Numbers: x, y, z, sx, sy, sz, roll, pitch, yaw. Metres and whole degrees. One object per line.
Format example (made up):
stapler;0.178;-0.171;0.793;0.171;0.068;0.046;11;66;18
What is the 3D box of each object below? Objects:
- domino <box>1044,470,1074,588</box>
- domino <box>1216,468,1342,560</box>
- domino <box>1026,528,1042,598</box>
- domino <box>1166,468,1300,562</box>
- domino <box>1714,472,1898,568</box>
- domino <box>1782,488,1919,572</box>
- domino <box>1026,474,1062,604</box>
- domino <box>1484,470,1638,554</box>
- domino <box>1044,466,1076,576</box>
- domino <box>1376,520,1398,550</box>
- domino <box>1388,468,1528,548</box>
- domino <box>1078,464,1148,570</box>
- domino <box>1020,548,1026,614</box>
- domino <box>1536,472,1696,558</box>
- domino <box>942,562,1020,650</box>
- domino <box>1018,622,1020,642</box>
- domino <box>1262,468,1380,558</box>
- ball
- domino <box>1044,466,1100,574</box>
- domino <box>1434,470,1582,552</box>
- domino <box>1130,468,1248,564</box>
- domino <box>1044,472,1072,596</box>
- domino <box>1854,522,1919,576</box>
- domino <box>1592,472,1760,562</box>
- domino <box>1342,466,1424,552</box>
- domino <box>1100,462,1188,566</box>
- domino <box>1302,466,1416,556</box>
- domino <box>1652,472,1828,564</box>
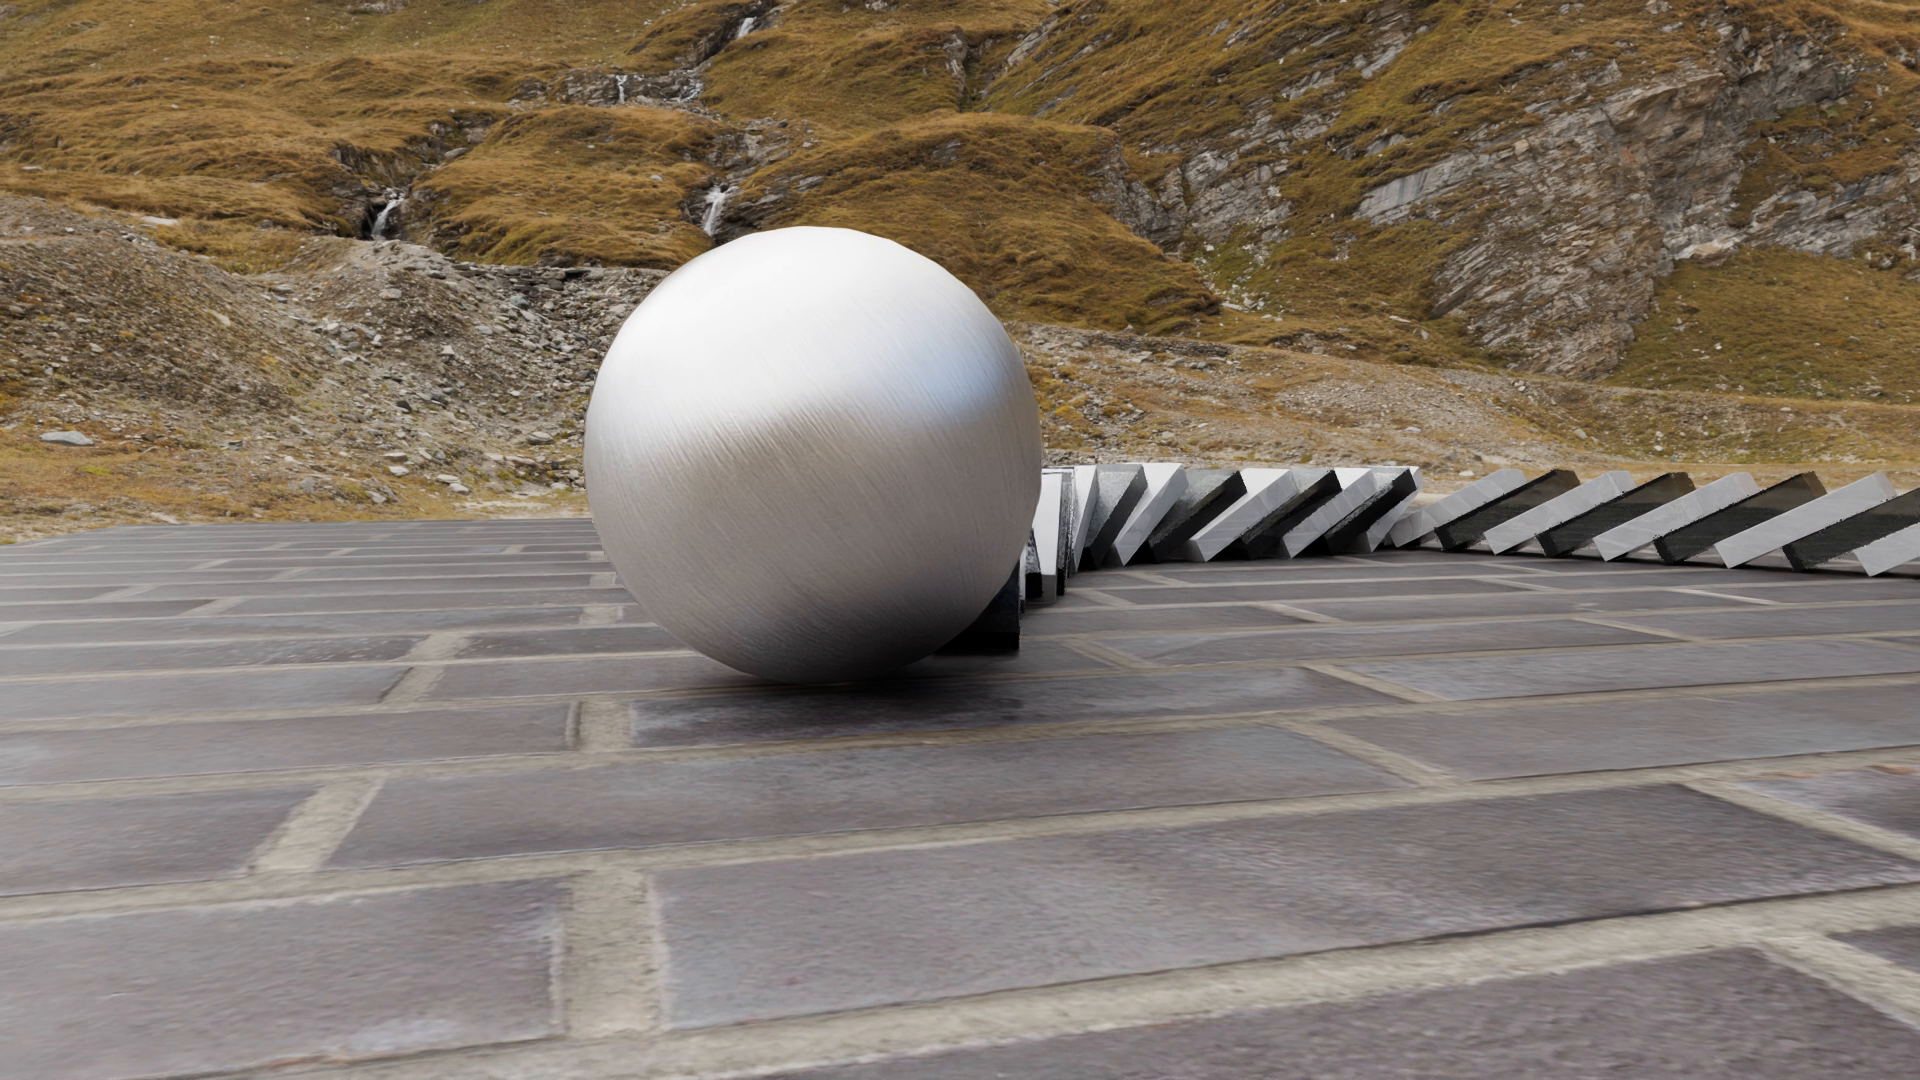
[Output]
domino;0.022;-0.004;0.399;0.025;0.009;0.050;1;36;8
domino;0.118;-0.010;0.487;0.050;0.009;0.025;-34;18;-21
domino;0.006;-0.005;0.346;0.025;0.009;0.050;-7;45;-1
domino;0.100;-0.010;0.480;0.050;0.009;0.025;-34;18;-21
domino;0.284;-0.006;0.431;0.025;0.009;0.050;-5;-23;-47
domino;0.299;-0.005;0.418;0.025;0.010;0.050;-5;-23;-46
domino;0.015;-0.001;0.362;0.025;0.009;0.050;0;35;7
domino;0.227;-0.010;0.486;0.050;0.009;0.025;-34;-19;38
domino;0.024;-0.006;0.419;0.025;0.009;0.050;-1;35;9
domino;0.177;-0.003;0.545;0.025;0.010;0.050;3;5;38
domino;0.199;-0.012;0.512;0.050;0.009;0.025;-33;-19;36
domino;0.045;-0.009;0.452;0.025;0.010;0.050;2;38;32
domino;0.004;-0.006;0.328;0.025;0.050;0.009;0;-26;3
domino;0.242;-0.009;0.472;0.025;0.009;0.050;-5;-22;-48
domino;0.000;-0.002;0.273;0.025;0.050;0.010;0;-26;3
domino;0.001;-0.003;0.284;0.025;0.050;0.010;0;-26;3
domino;0.135;-0.011;0.496;0.050;0.010;0.025;-34;18;-21
ball;-0.025;-0.015;0.228;0.080;0.080;0.080;0;4;0
domino;0.031;-0.008;0.437;0.025;0.010;0.050;0;36;17
domino;0.213;-0.011;0.499;0.050;0.009;0.025;-33;-19;36
domino;0.080;-0.009;0.474;0.050;0.009;0.025;-36;21;-25
domino;0.020;-0.003;0.380;0.025;0.009;0.050;1;35;8
domino;0.313;-0.005;0.404;0.025;0.010;0.050;-6;-23;-46
domino;0.256;-0.008;0.458;0.025;0.009;0.050;-5;-23;-48
domino;0.166;-0.013;0.523;0.025;0.009;0.050;4;36;45
domino;0.060;-0.010;0.465;0.025;0.010;0.050;4;39;42
domino;0.153;-0.012;0.505;0.050;0.009;0.025;-34;20;-21
domino;0.270;-0.007;0.445;0.025;0.009;0.050;-5;-23;-48
